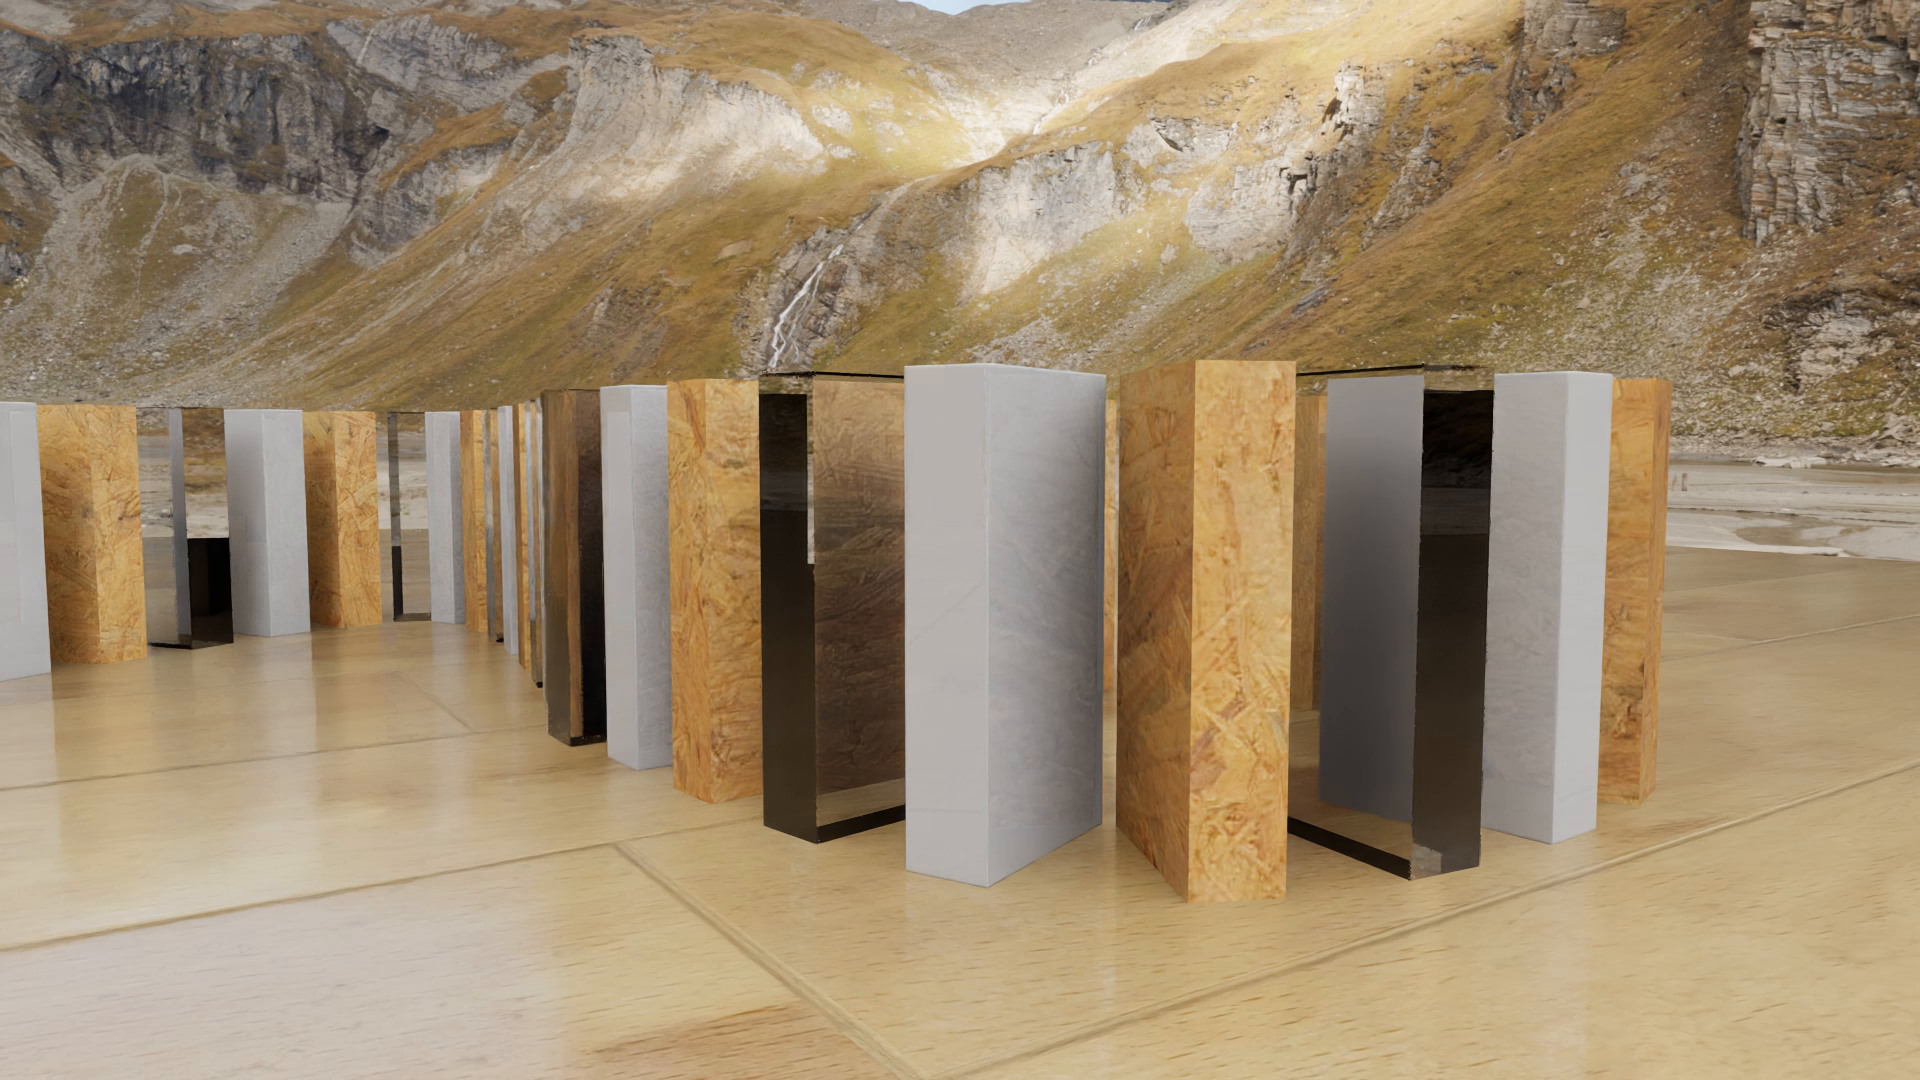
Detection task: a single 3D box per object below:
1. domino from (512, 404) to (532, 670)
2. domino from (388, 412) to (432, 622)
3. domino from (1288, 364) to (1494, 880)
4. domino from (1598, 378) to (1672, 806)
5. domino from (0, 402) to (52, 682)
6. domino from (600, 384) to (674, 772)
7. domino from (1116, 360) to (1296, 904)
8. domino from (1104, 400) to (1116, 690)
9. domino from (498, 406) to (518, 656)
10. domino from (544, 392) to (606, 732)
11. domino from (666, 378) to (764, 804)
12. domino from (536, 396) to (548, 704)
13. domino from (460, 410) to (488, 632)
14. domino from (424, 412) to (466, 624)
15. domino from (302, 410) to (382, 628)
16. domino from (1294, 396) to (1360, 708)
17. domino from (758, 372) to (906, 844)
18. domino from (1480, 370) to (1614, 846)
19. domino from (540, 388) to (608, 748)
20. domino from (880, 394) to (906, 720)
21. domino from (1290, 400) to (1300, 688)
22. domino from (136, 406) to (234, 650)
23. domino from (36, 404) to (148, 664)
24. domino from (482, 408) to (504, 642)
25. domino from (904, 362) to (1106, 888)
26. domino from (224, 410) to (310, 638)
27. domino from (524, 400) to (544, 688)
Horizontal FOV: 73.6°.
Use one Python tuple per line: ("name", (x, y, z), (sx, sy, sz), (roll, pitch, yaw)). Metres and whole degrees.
("domino", (-0.073, -0.001, 0.249), (0.025, 0.050, 0.010), (-2, 5, -26))
("domino", (-0.134, -0.006, 0.318), (0.009, 0.050, 0.025), (-1, 4, -16))
("domino", (0.042, 0.007, 0.136), (0.009, 0.050, 0.025), (-2, 5, -27))
("domino", (0.073, 0.006, 0.161), (0.025, 0.050, 0.009), (3, 6, 39))
("domino", (-0.182, 0.000, 0.236), (0.025, 0.050, 0.009), (1, 5, 18))
("domino", (-0.035, 0.004, 0.177), (0.025, 0.050, 0.010), (-3, 5, -38))
("domino", (0.024, 0.008, 0.130), (0.010, 0.050, 0.025), (-1, 4, -9))
("domino", (0.018, 0.000, 0.231), (0.010, 0.050, 0.025), (-1, 4, -17))
("domino", (-0.082, -0.002, 0.267), (0.025, 0.050, 0.010), (-2, 5, -28))
("domino", (-0.050, 0.003, 0.199), (0.025, 0.050, 0.009), (-3, 6, -36))
("domino", (-0.023, 0.005, 0.161), (0.025, 0.050, 0.010), (-4, 6, -40))
("domino", (-0.056, 0.002, 0.213), (0.025, 0.050, 0.009), (-2, 5, -23))
("domino", (-0.102, -0.005, 0.300), (0.025, 0.050, 0.009), (-3, 5, -38))
("domino", (-0.116, -0.006, 0.314), (0.009, 0.050, 0.025), (3, 5, 36))
("domino", (-0.150, -0.005, 0.307), (0.025, 0.050, 0.010), (4, 6, 40))
("domino", (0.069, 0.001, 0.216), (0.025, 0.050, 0.010), (-2, 5, -29))
("domino", (-0.010, 0.007, 0.147), (0.025, 0.050, 0.009), (-4, 6, -44))
("domino", (0.059, 0.007, 0.147), (0.009, 0.050, 0.025), (-3, 5, -38))
("domino", (-0.047, 0.003, 0.189), (0.025, 0.050, 0.009), (-3, 6, -36))
("domino", (0.000, 0.002, 0.201), (0.025, 0.050, 0.009), (0, 4, 0))
("domino", (0.057, 0.000, 0.230), (0.009, 0.050, 0.025), (2, 5, 29))
("domino", (-0.169, -0.003, 0.273), (0.025, 0.050, 0.010), (2, 5, 22))
("domino", (-0.176, -0.002, 0.254), (0.025, 0.050, 0.010), (2, 5, 20))
("domino", (-0.091, -0.004, 0.284), (0.025, 0.050, 0.009), (-3, 5, -31))
("domino", (0.005, 0.007, 0.134), (0.009, 0.050, 0.025), (3, 5, 32))
("domino", (-0.160, -0.004, 0.290), (0.025, 0.050, 0.010), (2, 5, 27))
("domino", (-0.064, 0.000, 0.231), (0.025, 0.050, 0.010), (-2, 5, -24))
